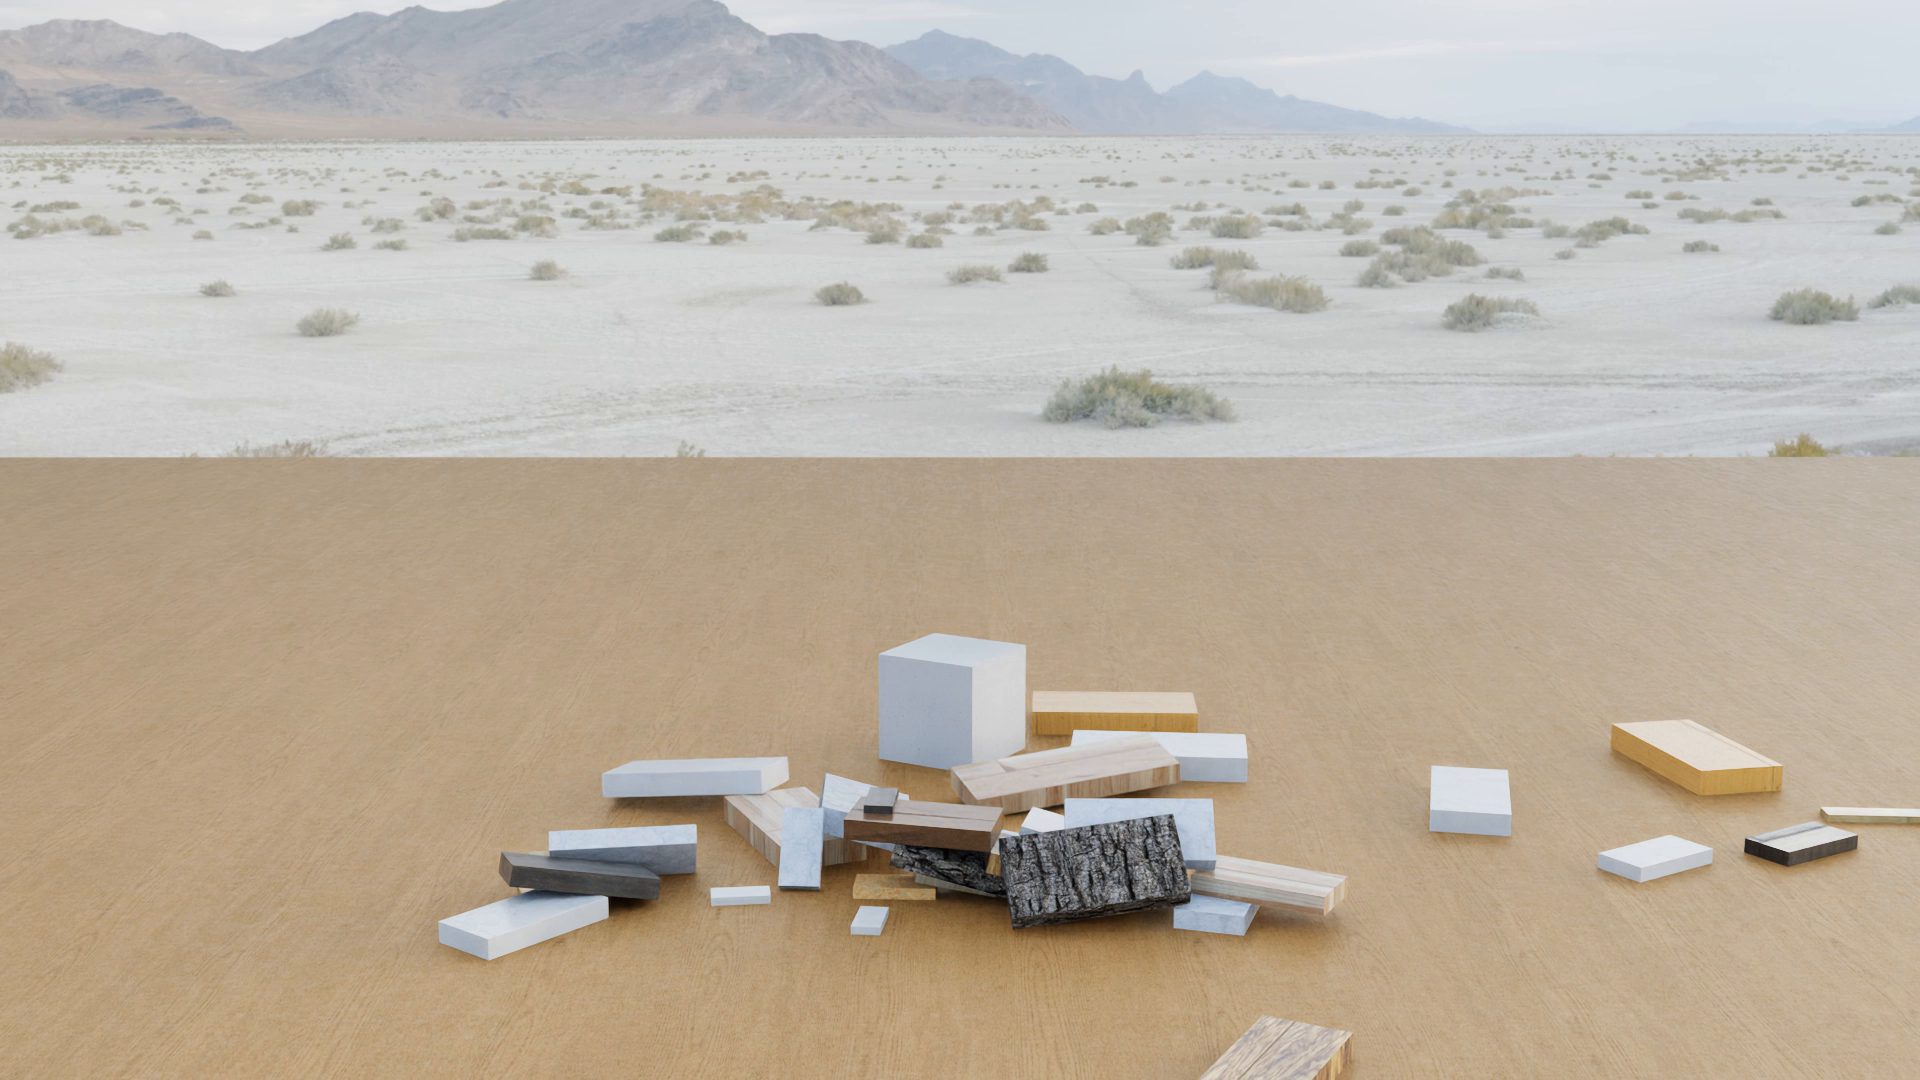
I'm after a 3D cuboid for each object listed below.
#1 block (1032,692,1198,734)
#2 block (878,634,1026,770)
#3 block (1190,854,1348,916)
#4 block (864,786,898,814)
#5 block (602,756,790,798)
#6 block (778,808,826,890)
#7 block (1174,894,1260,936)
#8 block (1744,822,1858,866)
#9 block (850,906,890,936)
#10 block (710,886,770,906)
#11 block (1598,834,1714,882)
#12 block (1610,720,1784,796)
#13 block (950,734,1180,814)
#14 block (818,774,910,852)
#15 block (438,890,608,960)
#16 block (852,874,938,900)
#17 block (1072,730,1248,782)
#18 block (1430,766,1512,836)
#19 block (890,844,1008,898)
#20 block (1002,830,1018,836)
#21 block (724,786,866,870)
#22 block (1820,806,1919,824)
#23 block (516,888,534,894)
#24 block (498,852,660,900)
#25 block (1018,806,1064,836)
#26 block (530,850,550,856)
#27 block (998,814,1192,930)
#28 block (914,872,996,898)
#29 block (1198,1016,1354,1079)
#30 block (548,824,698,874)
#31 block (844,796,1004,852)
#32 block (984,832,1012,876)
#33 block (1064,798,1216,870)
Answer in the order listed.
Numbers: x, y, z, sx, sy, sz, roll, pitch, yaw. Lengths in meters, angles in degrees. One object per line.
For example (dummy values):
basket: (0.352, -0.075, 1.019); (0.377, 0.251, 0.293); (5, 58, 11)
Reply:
block: (0.329, 0.371, 4.713); (0.347, 0.049, 0.174); (0, 11, 2)
block: (-0.015, 0.329, 4.478); (0.218, 0.218, 0.218); (6, 12, 30)
block: (0.501, 0.560, 3.569); (0.227, 0.032, 0.113); (6, 12, 28)
block: (-0.133, 0.439, 3.703); (0.049, 0.014, 0.097); (2, 12, 4)
block: (-0.500, 0.450, 4.172); (0.316, 0.045, 0.158); (-3, 3, 14)
block: (-0.267, 0.520, 3.710); (0.068, 0.137, 0.019); (1, -25, 4)
block: (0.430, 0.587, 3.597); (0.113, 0.032, 0.227); (3, 11, 17)
block: (1.486, 0.536, 3.886); (0.185, 0.026, 0.093); (-6, 12, -31)
block: (-0.144, 0.610, 3.525); (0.047, 0.013, 0.094); (1, 11, 7)
block: (-0.363, 0.589, 3.639); (0.097, 0.014, 0.049); (-1, 11, -7)
block: (1.204, 0.551, 3.808); (0.185, 0.026, 0.093); (-7, 12, -32)
block: (1.465, 0.431, 4.390); (0.174, 0.049, 0.347); (-2, 11, -12)
block: (0.201, 0.447, 4.185); (0.412, 0.041, 0.144); (-8, 22, -19)
block: (-0.171, 0.484, 3.909); (0.158, 0.045, 0.316); (15, 3, -3)
block: (-0.693, 0.604, 3.500); (0.121, 0.034, 0.243); (9, 14, 39)
block: (-0.107, 0.579, 3.673); (0.137, 0.019, 0.068); (1, 11, 3)
block: (0.396, 0.431, 4.392); (0.347, 0.049, 0.174); (1, 11, 5)
block: (0.954, 0.486, 4.117); (0.144, 0.041, 0.287); (2, 11, 12)
block: (0.013, 0.541, 3.664); (0.247, 0.035, 0.123); (15, 10, 3)
block: (0.063, 0.531, 3.873); (0.047, 0.013, 0.094); (8, 13, 37)
block: (-0.299, 0.516, 3.946); (0.158, 0.045, 0.316); (-5, 11, -23)
block: (1.721, 0.510, 4.066); (0.242, 0.013, 0.047); (1, 11, 4)
block: (-0.686, 0.582, 3.672); (0.099, 0.014, 0.050); (-4, 11, -20)
block: (-0.625, 0.551, 3.608); (0.243, 0.034, 0.122); (9, 0, -20)
block: (0.233, 0.518, 3.690); (0.262, 0.037, 0.131); (16, 10, 8)
block: (-0.687, 0.549, 3.773); (0.099, 0.014, 0.049); (-1, -31, -5)
block: (0.215, 0.532, 3.536); (0.287, 0.041, 0.144); (-8, 54, -3)
block: (-0.007, 0.565, 3.679); (0.137, 0.019, 0.068); (11, 10, -3)
block: (0.419, 0.708, 2.930); (0.131, 0.037, 0.262); (6, 12, 28)
block: (-0.568, 0.527, 3.711); (0.243, 0.034, 0.122); (-2, -32, -9)
block: (-0.059, 0.473, 3.666); (0.247, 0.035, 0.123); (3, 12, 10)
block: (0.165, 0.545, 3.655); (0.247, 0.035, 0.123); (14, 10, -4)
block: (0.295, 0.483, 3.616); (0.244, 0.032, 0.113); (0, 54, 1)
